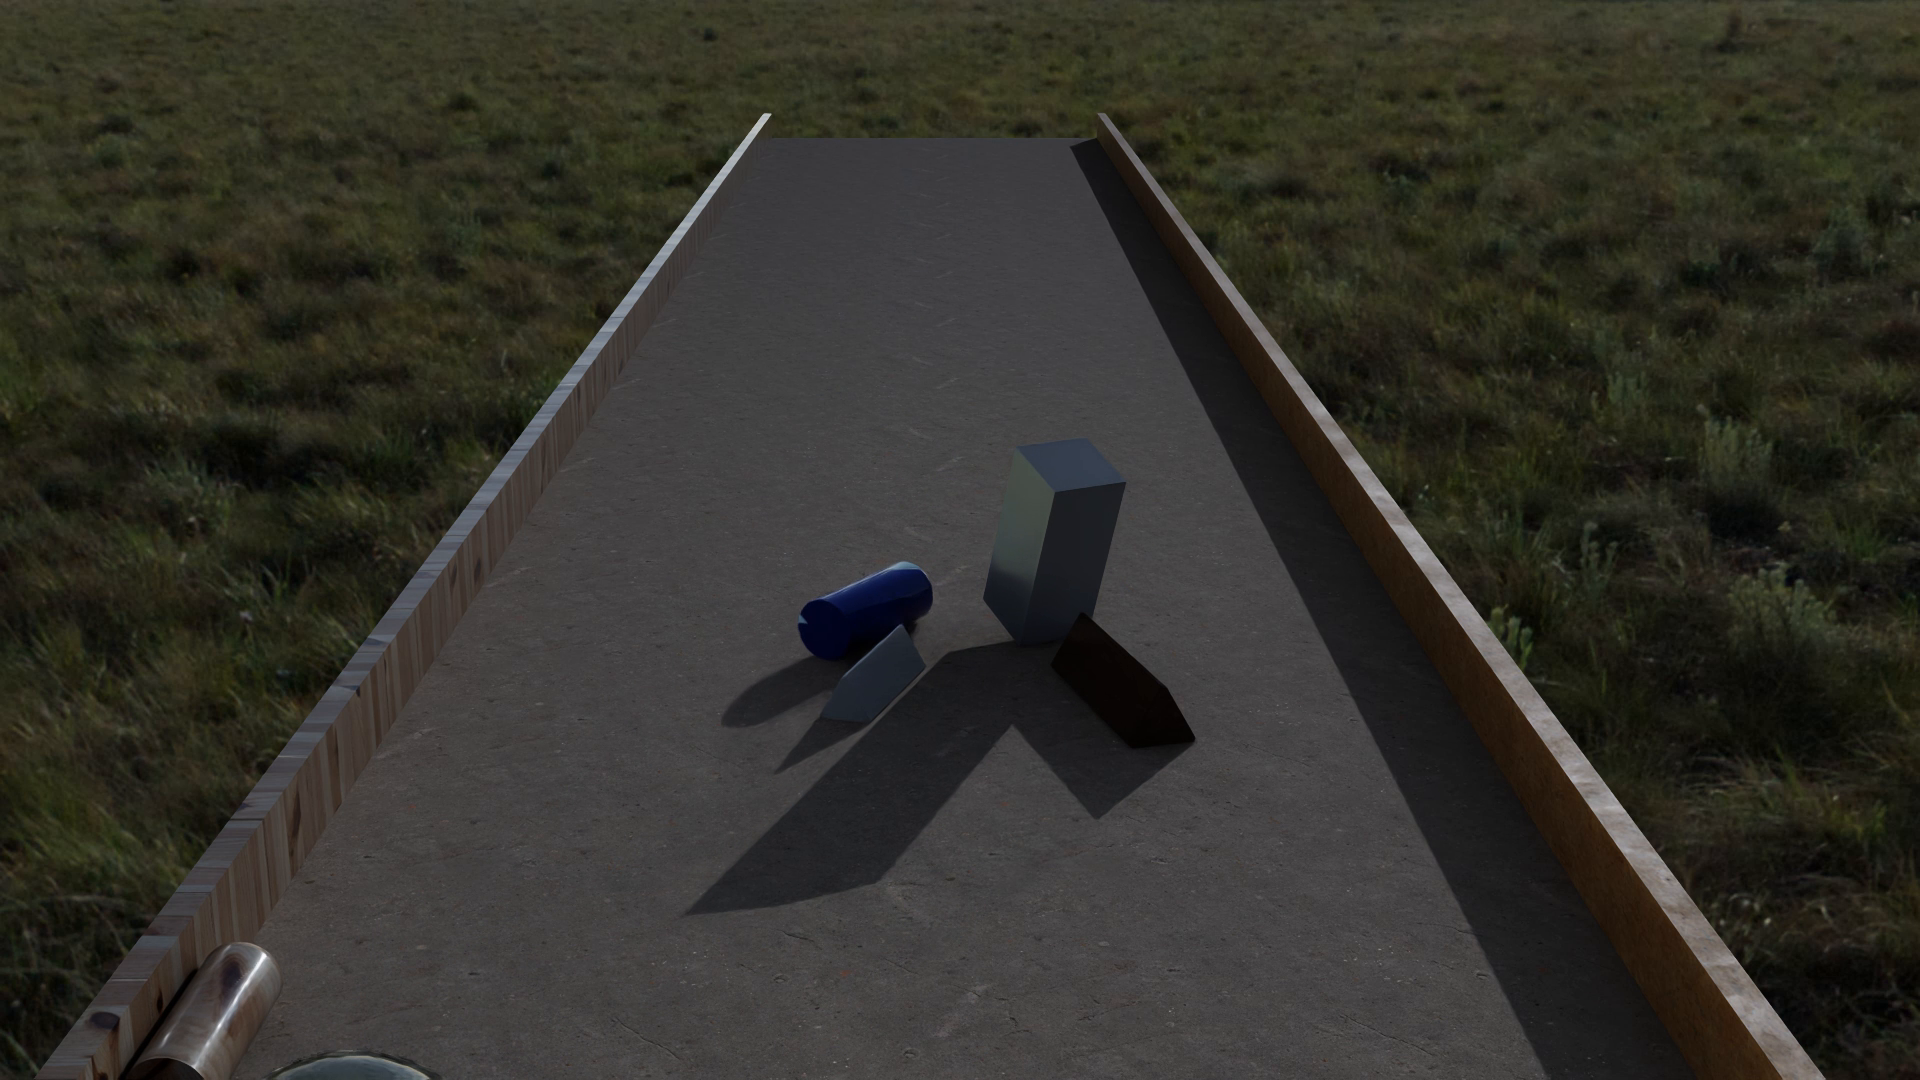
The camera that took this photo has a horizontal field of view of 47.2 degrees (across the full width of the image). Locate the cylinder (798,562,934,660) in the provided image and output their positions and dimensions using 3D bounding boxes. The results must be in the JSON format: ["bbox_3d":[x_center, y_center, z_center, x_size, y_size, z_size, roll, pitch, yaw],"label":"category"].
[{"bbox_3d":[-0.190,0.144,4.522,0.127,0.127,0.303,10,19,31],"label":"cylinder"}]

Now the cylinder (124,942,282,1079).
[{"bbox_3d":[-0.982,0.645,2.865,0.111,0.111,0.311,0,17,-1],"label":"cylinder"}]

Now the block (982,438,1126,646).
[{"bbox_3d":[0.189,0.004,4.483,0.165,0.383,0.165,-9,39,-27],"label":"block"}]

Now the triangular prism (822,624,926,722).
[{"bbox_3d":[-0.165,0.250,4.225,0.100,0.086,0.314,5,17,18],"label":"triangular prism"}]

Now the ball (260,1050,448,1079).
[{"bbox_3d":[-0.639,0.701,2.287,0.333,0.333,0.333,0,17,0],"label":"ball"}]

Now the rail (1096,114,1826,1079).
[{"bbox_3d":[0.932,-0.844,7.801,0.050,0.150,12.000,0,17,-1],"label":"rail"}]

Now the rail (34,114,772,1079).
[{"bbox_3d":[-1.118,-0.838,7.780,0.050,0.150,12.000,0,17,-1],"label":"rail"}]

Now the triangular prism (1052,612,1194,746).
[{"bbox_3d":[0.304,0.255,4.167,0.125,0.108,0.444,-4,17,-16],"label":"triangular prism"}]
